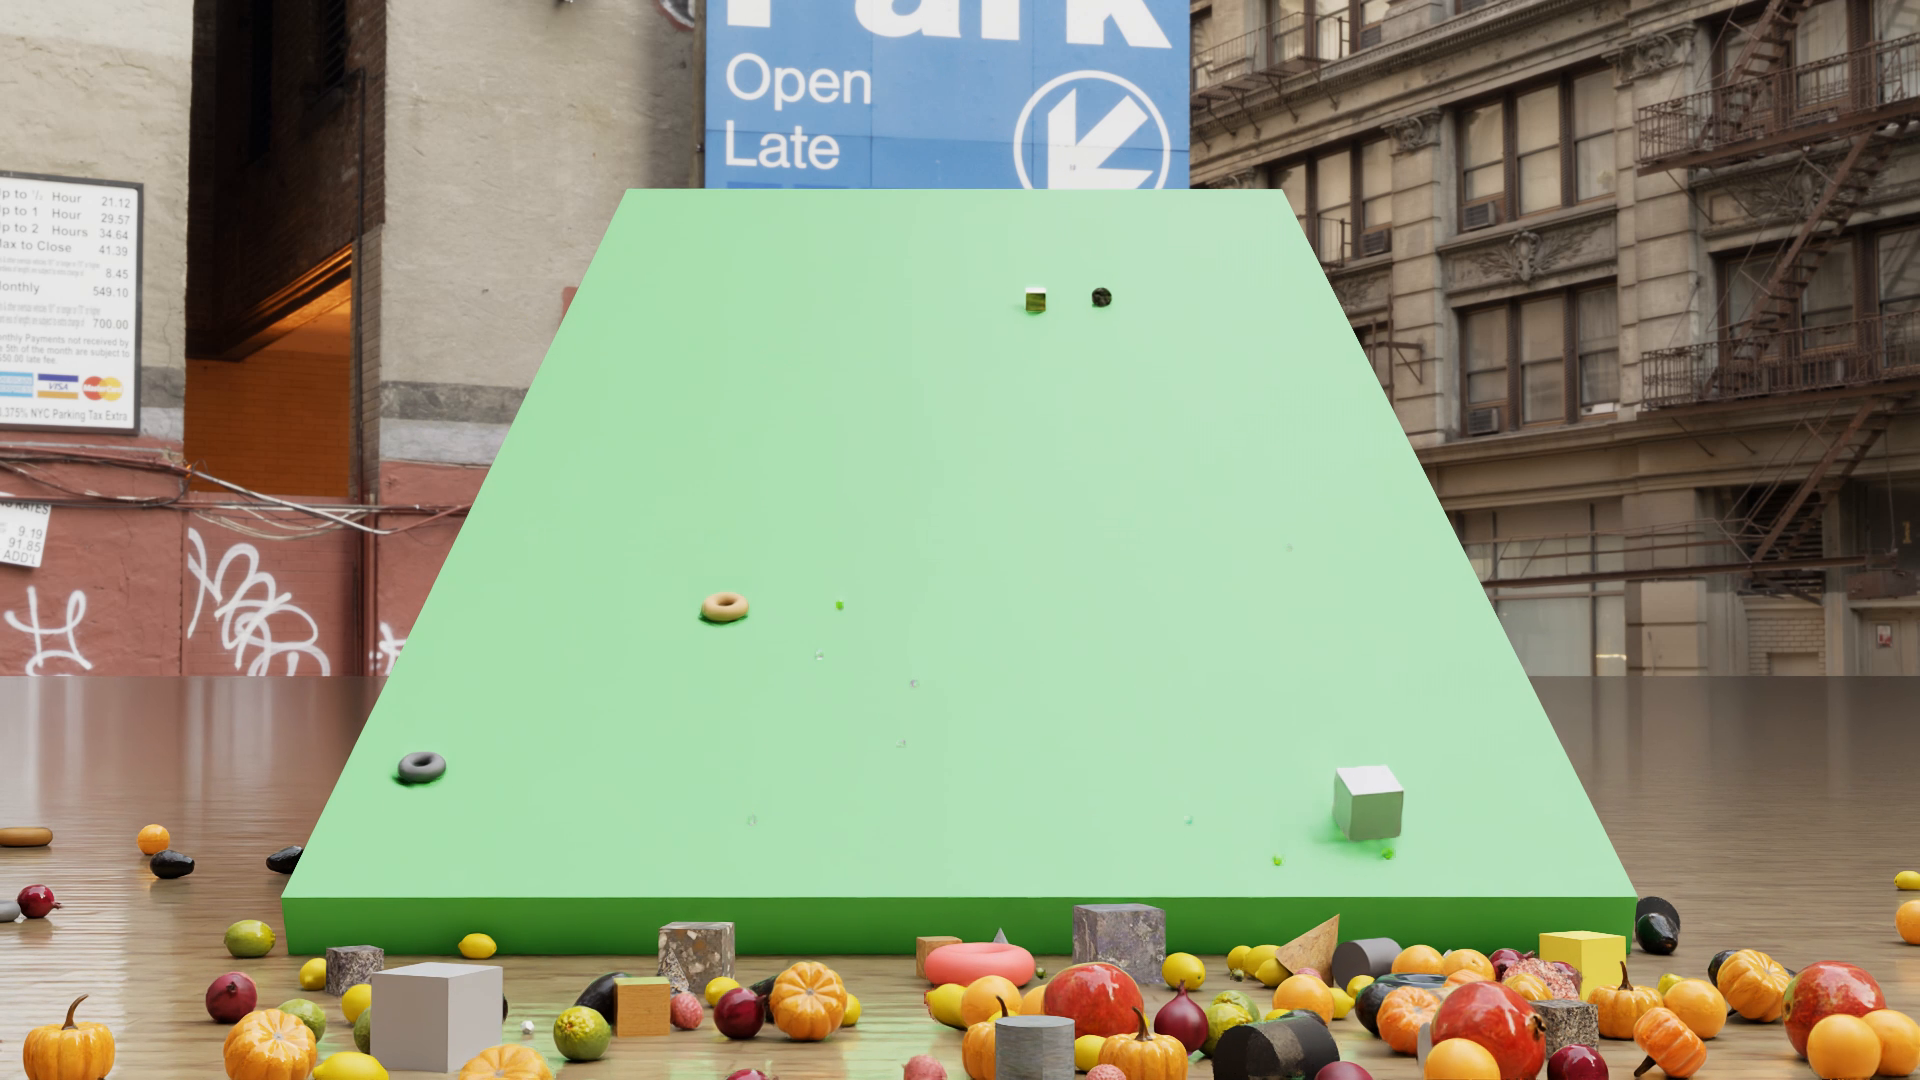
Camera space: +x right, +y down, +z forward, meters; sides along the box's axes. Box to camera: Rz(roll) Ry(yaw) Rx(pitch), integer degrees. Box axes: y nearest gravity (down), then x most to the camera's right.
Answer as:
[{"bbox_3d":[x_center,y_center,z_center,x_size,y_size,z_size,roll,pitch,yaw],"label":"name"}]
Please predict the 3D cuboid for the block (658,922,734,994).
[{"bbox_3d":[-0.349,0.555,3.082,0.084,0.084,0.084,0,-3,6],"label":"block"}]

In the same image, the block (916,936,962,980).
[{"bbox_3d":[-0.029,0.578,3.210,0.052,0.052,0.052,1,-3,-15],"label":"block"}]

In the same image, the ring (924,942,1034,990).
[{"bbox_3d":[0.026,0.575,3.124,0.150,0.050,0.150,0,-2,0],"label":"ring"}]

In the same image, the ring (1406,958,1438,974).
[{"bbox_3d":[0.617,0.587,3.160,0.087,0.029,0.087,-1,-3,0],"label":"ring"}]

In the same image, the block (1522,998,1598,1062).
[{"bbox_3d":[0.660,0.539,2.551,0.057,0.057,0.057,2,-4,-26],"label":"block"}]

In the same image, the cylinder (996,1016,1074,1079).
[{"bbox_3d":[0.074,0.513,2.282,0.078,0.078,0.078,0,-3,0],"label":"cylinder"}]

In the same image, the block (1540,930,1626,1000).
[{"bbox_3d":[0.814,0.556,3.033,0.077,0.077,0.077,2,-4,-29],"label":"block"}]

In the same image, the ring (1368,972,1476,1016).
[{"bbox_3d":[0.573,0.564,2.876,0.131,0.044,0.131,1,-4,0],"label":"ring"}]

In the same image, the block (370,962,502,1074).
[{"bbox_3d":[-0.565,0.515,2.509,0.100,0.100,0.100,-1,-3,23],"label":"block"}]

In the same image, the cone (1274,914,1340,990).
[{"bbox_3d":[0.481,0.534,3.082,0.091,0.091,0.091,29,10,-6],"label":"cone"}]

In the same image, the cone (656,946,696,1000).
[{"bbox_3d":[-0.375,0.560,3.009,0.065,0.065,0.065,0,-3,0],"label":"cone"}]

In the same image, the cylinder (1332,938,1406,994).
[{"bbox_3d":[0.539,0.561,3.056,0.069,0.069,0.069,5,-5,-38],"label":"cylinder"}]

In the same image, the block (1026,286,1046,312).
[{"bbox_3d":[0.195,-0.621,5.989,0.051,0.051,0.051,0,24,0],"label":"block"}]

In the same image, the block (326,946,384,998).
[{"bbox_3d":[-0.795,0.566,3.048,0.058,0.058,0.058,2,-4,-34],"label":"block"}]

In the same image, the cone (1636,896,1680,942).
[{"bbox_3d":[1.085,0.612,3.662,0.076,0.076,0.076,1,-31,-13],"label":"cone"}]

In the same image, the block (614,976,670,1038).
[{"bbox_3d":[-0.372,0.546,2.712,0.060,0.060,0.060,1,-3,-13],"label":"block"}]

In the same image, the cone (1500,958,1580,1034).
[{"bbox_3d":[0.658,0.554,2.716,0.099,0.099,0.099,1,-30,-15],"label":"cone"}]

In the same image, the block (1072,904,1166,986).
[{"bbox_3d":[0.218,0.553,3.179,0.098,0.098,0.098,1,-3,-17],"label":"block"}]

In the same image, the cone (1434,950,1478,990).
[{"bbox_3d":[0.665,0.585,3.091,0.057,0.057,0.057,28,9,24],"label":"cone"}]

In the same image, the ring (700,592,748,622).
[{"bbox_3d":[-0.436,0.124,4.302,0.089,0.030,0.089,-1,25,0],"label":"ring"}]

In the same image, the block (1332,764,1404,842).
[{"bbox_3d":[0.631,0.407,3.592,0.083,0.083,0.083,-4,24,-9],"label":"block"}]

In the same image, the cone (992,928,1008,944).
[{"bbox_3d":[0.056,0.571,3.216,0.067,0.067,0.067,0,-3,0],"label":"cone"}]

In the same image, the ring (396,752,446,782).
[{"bbox_3d":[-0.870,0.366,3.749,0.078,0.026,0.078,1,23,0],"label":"ring"}]

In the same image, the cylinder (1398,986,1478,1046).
[{"bbox_3d":[0.542,0.541,2.634,0.063,0.063,0.063,2,-4,-30],"label":"cylinder"}]

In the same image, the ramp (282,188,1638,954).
[{"bbox_3d":[-0.008,-0.227,5.272,2.000,0.100,4.000,0,24,0],"label":"ramp"}]

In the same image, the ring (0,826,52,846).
[{"bbox_3d":[-2.259,0.716,5.598,0.130,0.043,0.130,0,-4,0],"label":"ring"}]

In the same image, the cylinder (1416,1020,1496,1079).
[{"bbox_3d":[0.513,0.529,2.400,0.060,0.060,0.060,-2,-3,-14],"label":"cylinder"}]

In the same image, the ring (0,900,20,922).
[{"bbox_3d":[-1.636,0.628,3.916,0.094,0.031,0.094,-1,-2,0],"label":"ring"}]
